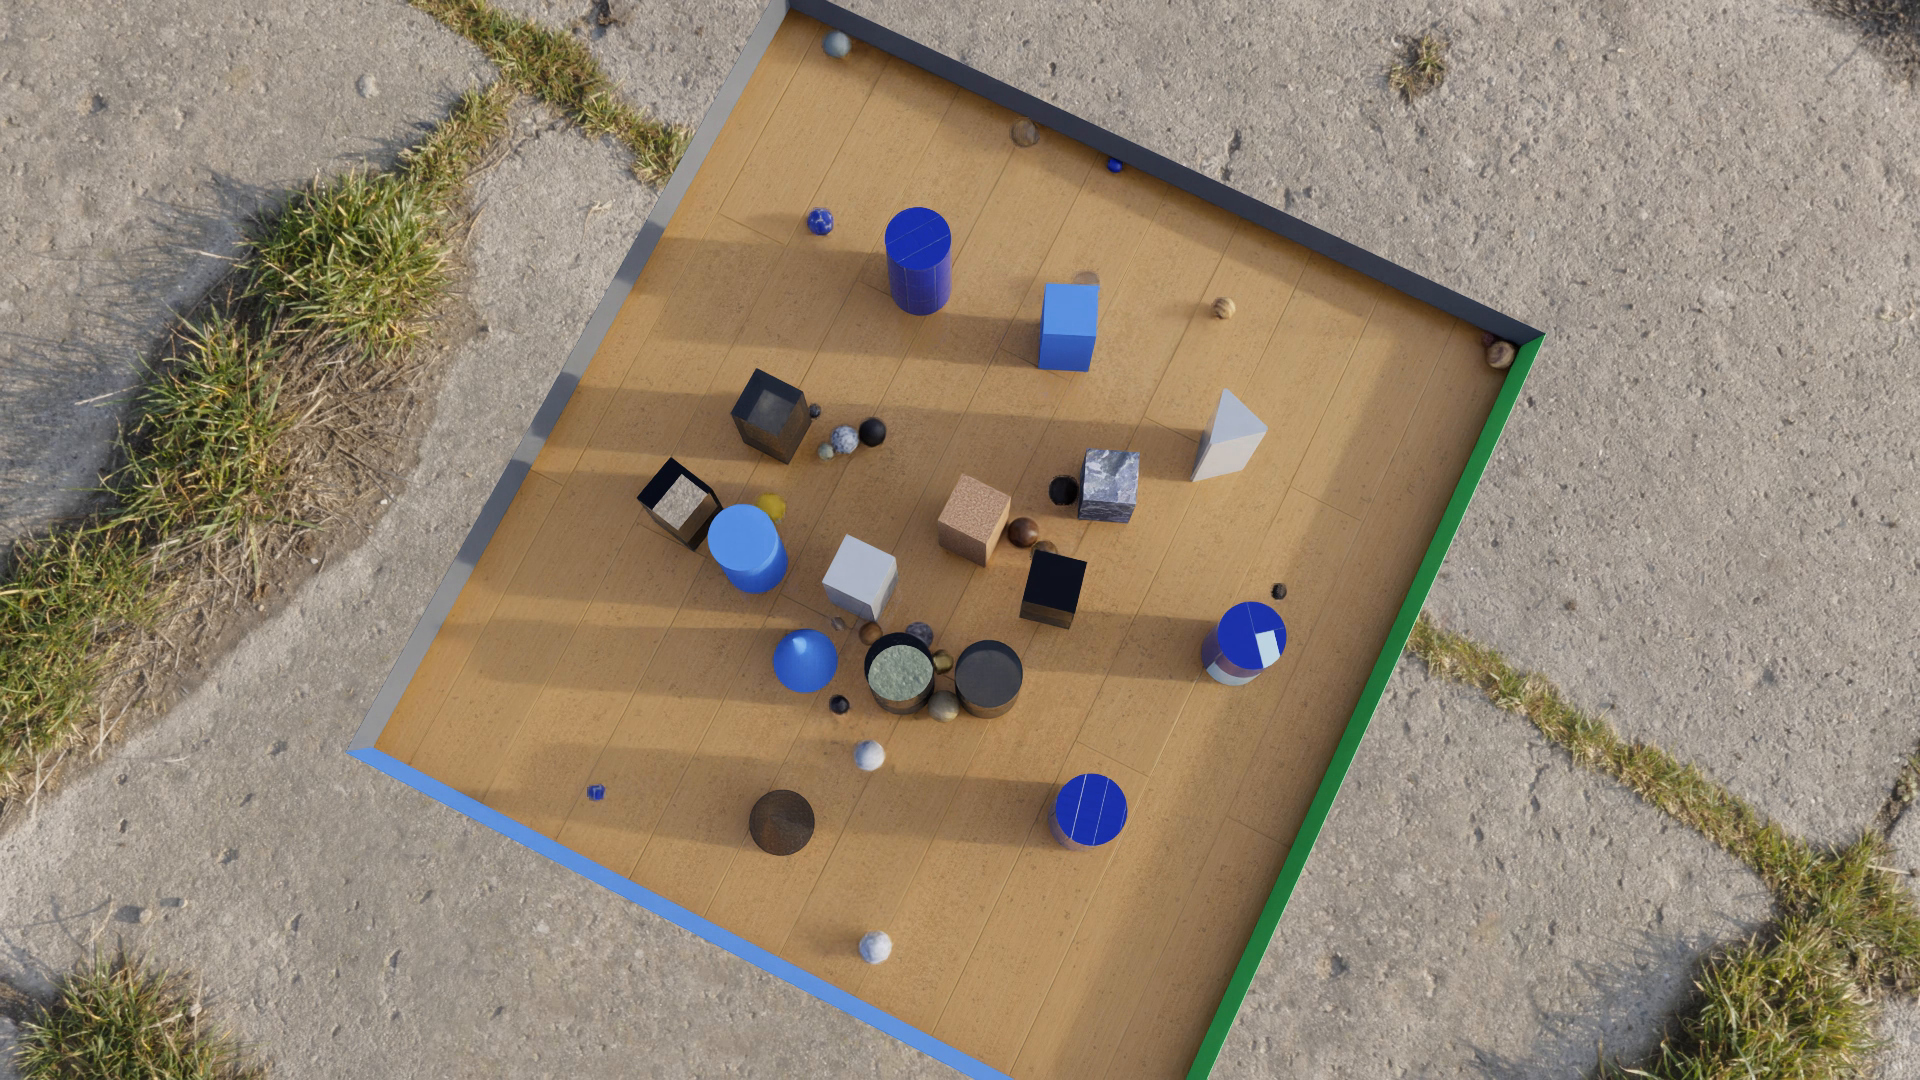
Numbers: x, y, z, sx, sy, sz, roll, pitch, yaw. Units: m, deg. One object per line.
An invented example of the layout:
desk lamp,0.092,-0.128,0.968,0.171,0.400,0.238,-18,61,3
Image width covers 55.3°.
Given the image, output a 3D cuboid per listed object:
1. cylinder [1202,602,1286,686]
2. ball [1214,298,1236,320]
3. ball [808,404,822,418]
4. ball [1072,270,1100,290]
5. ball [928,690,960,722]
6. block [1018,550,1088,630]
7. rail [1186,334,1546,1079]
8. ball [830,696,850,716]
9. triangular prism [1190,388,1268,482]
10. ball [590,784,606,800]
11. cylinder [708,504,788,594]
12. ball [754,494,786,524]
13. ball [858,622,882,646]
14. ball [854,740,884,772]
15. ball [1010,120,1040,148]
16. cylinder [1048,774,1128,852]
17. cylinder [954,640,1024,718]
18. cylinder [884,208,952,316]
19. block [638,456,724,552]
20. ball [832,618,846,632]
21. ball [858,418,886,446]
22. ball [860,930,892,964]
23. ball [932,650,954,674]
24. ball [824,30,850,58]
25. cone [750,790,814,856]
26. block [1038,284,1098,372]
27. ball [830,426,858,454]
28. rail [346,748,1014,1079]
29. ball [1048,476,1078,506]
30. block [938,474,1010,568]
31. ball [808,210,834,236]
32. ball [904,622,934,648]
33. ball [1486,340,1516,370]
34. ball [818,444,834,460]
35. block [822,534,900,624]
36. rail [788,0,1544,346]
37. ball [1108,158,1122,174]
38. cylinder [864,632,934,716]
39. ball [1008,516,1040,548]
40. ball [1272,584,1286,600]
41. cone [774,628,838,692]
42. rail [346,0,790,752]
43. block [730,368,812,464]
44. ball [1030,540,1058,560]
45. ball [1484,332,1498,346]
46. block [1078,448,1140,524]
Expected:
cylinder,0.827,0.307,5.366,0.195,0.365,0.195,0,78,0
ball,0.827,-0.722,5.732,0.067,0.067,0.067,0,78,0
ball,-0.452,-0.400,5.677,0.044,0.044,0.044,0,78,0
ball,0.395,-0.798,5.737,0.087,0.087,0.087,0,78,0
ball,-0.049,0.496,5.464,0.098,0.098,0.098,0,78,0
block,0.274,0.149,5.433,0.156,0.299,0.156,14,79,3
rail,1.162,0.576,5.432,0.045,0.127,2.754,26,80,5
ball,-0.359,0.496,5.485,0.057,0.057,0.057,0,78,0
triangular prism,0.776,-0.317,5.448,0.169,0.458,0.146,-14,79,-3
ball,-1.074,0.748,5.437,0.049,0.049,0.049,0,78,0
cylinder,-0.624,0.030,5.421,0.195,0.372,0.195,0,78,0
ball,-0.580,-0.096,5.589,0.094,0.094,0.094,0,78,0
ball,-0.269,0.284,5.521,0.072,0.072,0.072,0,78,0
ball,-0.269,0.640,5.437,0.091,0.091,0.091,0,78,0
ball,0.208,-1.294,5.838,0.090,0.090,0.090,0,78,0
cylinder,0.358,0.780,5.214,0.195,0.471,0.195,0,78,0
cylinder,0.082,0.412,5.378,0.195,0.301,0.195,0,78,0
cylinder,-0.123,-0.843,5.579,0.195,0.415,0.195,0,78,0
block,-0.829,-0.103,5.473,0.156,0.324,0.156,37,81,7
ball,-0.368,0.255,5.542,0.042,0.042,0.042,0,78,0
ball,-0.269,-0.330,5.641,0.085,0.085,0.085,0,78,0
ball,-0.246,1.182,5.324,0.093,0.093,0.093,0,78,0
ball,-0.054,0.365,5.505,0.071,0.071,0.071,0,78,0
ball,-0.394,-1.596,5.903,0.086,0.086,0.086,0,78,0
cone,-0.529,0.803,5.266,0.195,0.362,0.195,0,78,0
block,0.327,-0.642,5.568,0.156,0.356,0.156,3,78,1
ball,-0.354,-0.308,5.637,0.085,0.085,0.085,0,78,0
rail,-0.605,1.192,5.304,2.646,0.127,0.045,26,80,5
ball,0.315,-0.149,5.601,0.090,0.090,0.090,0,78,0
block,0.041,-0.054,5.442,0.156,0.363,0.156,26,80,5
ball,-0.439,-1.001,5.781,0.084,0.084,0.084,0,78,0
ball,-0.124,0.291,5.511,0.089,0.089,0.089,0,78,0
ball,1.680,-0.574,5.690,0.089,0.089,0.089,0,78,0
ball,-0.412,-0.270,5.646,0.052,0.052,0.052,0,78,0
block,-0.290,0.120,5.413,0.156,0.349,0.156,25,79,5
rail,0.605,-1.179,5.795,2.646,0.127,0.045,26,80,5
ball,0.494,-1.195,5.838,0.050,0.050,0.050,0,78,0
cylinder,-0.173,0.394,5.349,0.195,0.365,0.195,0,78,0
ball,0.193,-0.022,5.572,0.096,0.096,0.096,0,78,0
ball,0.967,0.158,5.560,0.047,0.047,0.047,0,78,0
cone,-0.467,0.321,5.327,0.195,0.436,0.195,0,78,0
rail,-1.162,-0.562,5.667,0.045,0.127,2.754,26,80,5
block,-0.564,-0.368,5.520,0.156,0.337,0.156,27,80,5
ball,0.256,0.044,5.564,0.086,0.086,0.086,0,78,0
ball,1.658,-0.628,5.724,0.045,0.045,0.045,0,78,0
block,0.445,-0.160,5.512,0.156,0.270,0.156,5,78,1
